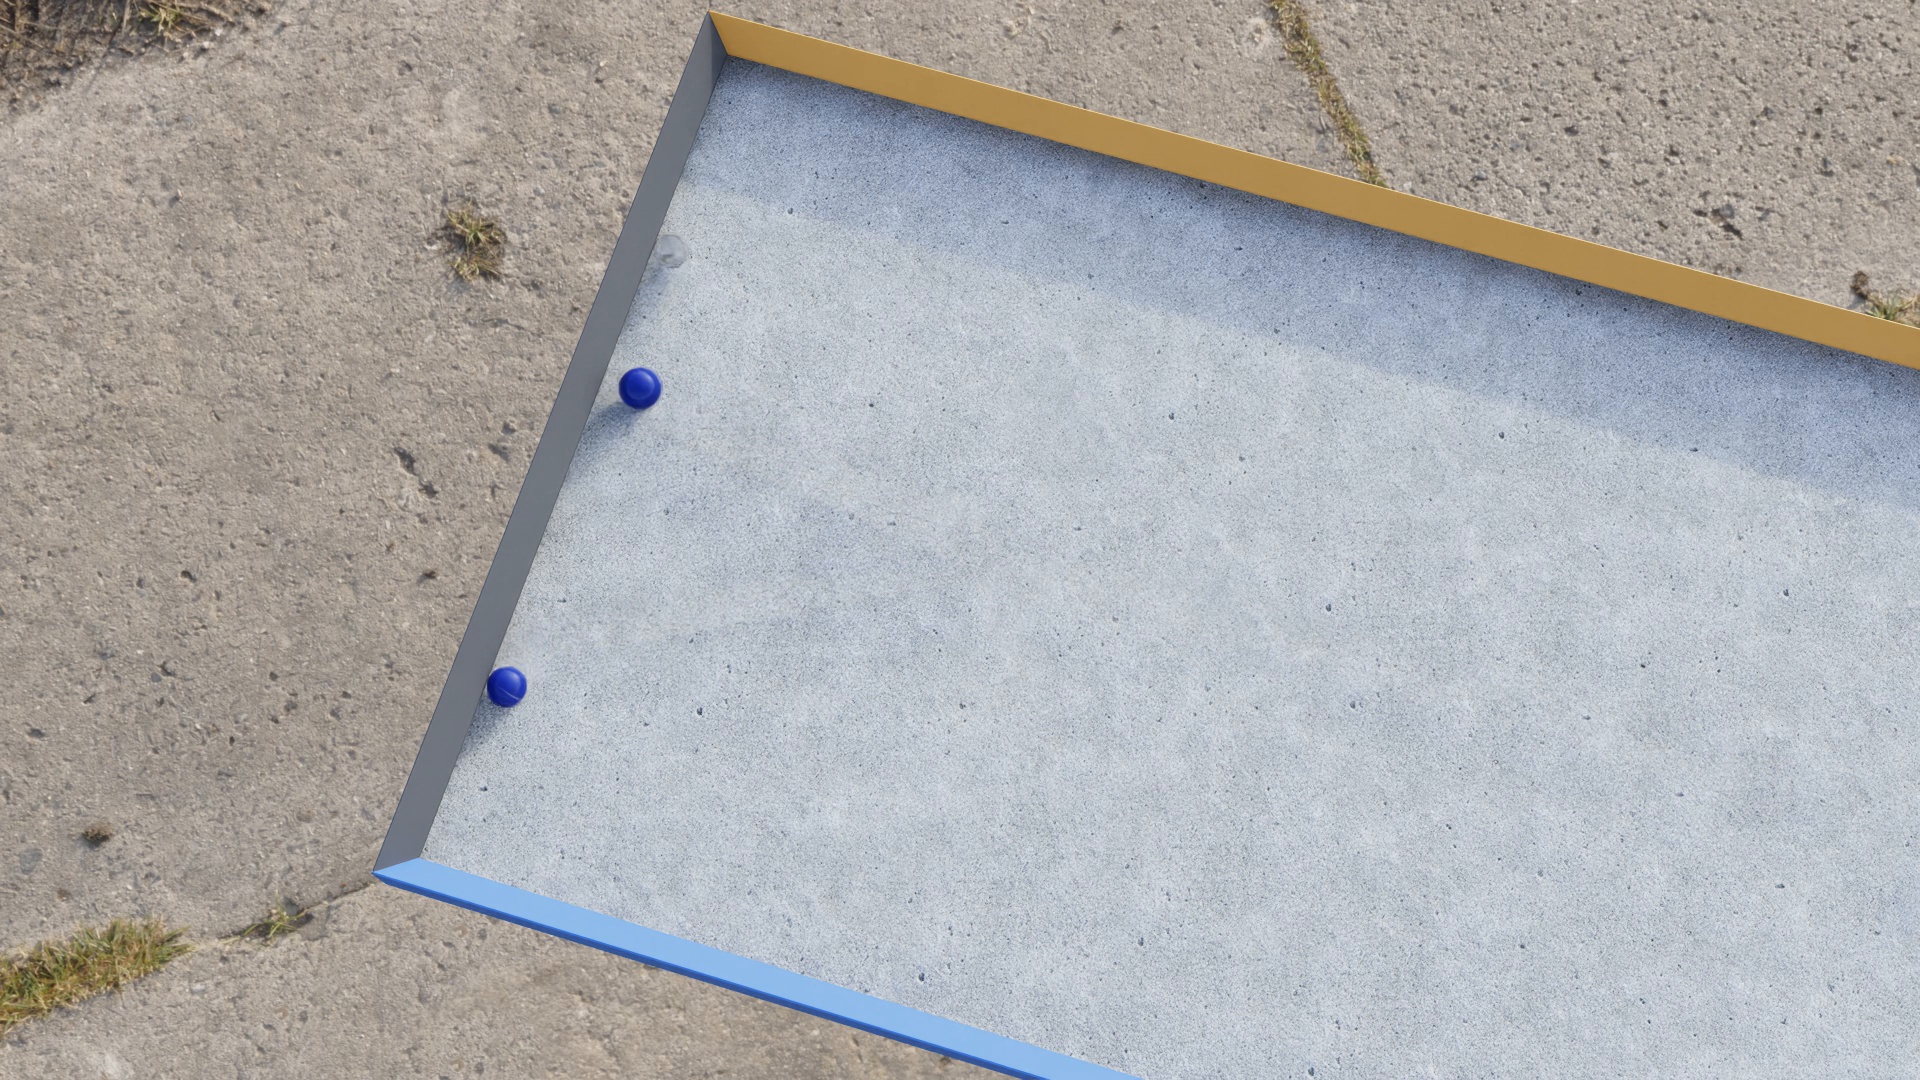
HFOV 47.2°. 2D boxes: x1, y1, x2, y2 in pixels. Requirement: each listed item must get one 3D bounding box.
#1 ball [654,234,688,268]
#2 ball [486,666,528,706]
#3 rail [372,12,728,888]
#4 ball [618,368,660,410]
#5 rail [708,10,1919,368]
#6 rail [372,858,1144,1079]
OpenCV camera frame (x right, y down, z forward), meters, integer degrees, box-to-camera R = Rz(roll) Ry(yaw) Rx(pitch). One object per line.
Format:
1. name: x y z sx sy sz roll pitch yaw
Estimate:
1. ball: -0.472 -0.472 3.591 0.057 0.057 0.057 0 71 0
2. ball: -0.690 0.222 3.349 0.061 0.061 0.061 0 71 0
3. rail: -0.616 -0.180 3.473 0.045 0.088 1.514 16 72 5
4. ball: -0.511 -0.241 3.506 0.068 0.068 0.068 0 71 0
5. rail: 0.850 -0.487 3.579 2.669 0.088 0.045 16 72 5
6. rail: 0.428 0.840 3.121 2.669 0.088 0.045 16 72 5
